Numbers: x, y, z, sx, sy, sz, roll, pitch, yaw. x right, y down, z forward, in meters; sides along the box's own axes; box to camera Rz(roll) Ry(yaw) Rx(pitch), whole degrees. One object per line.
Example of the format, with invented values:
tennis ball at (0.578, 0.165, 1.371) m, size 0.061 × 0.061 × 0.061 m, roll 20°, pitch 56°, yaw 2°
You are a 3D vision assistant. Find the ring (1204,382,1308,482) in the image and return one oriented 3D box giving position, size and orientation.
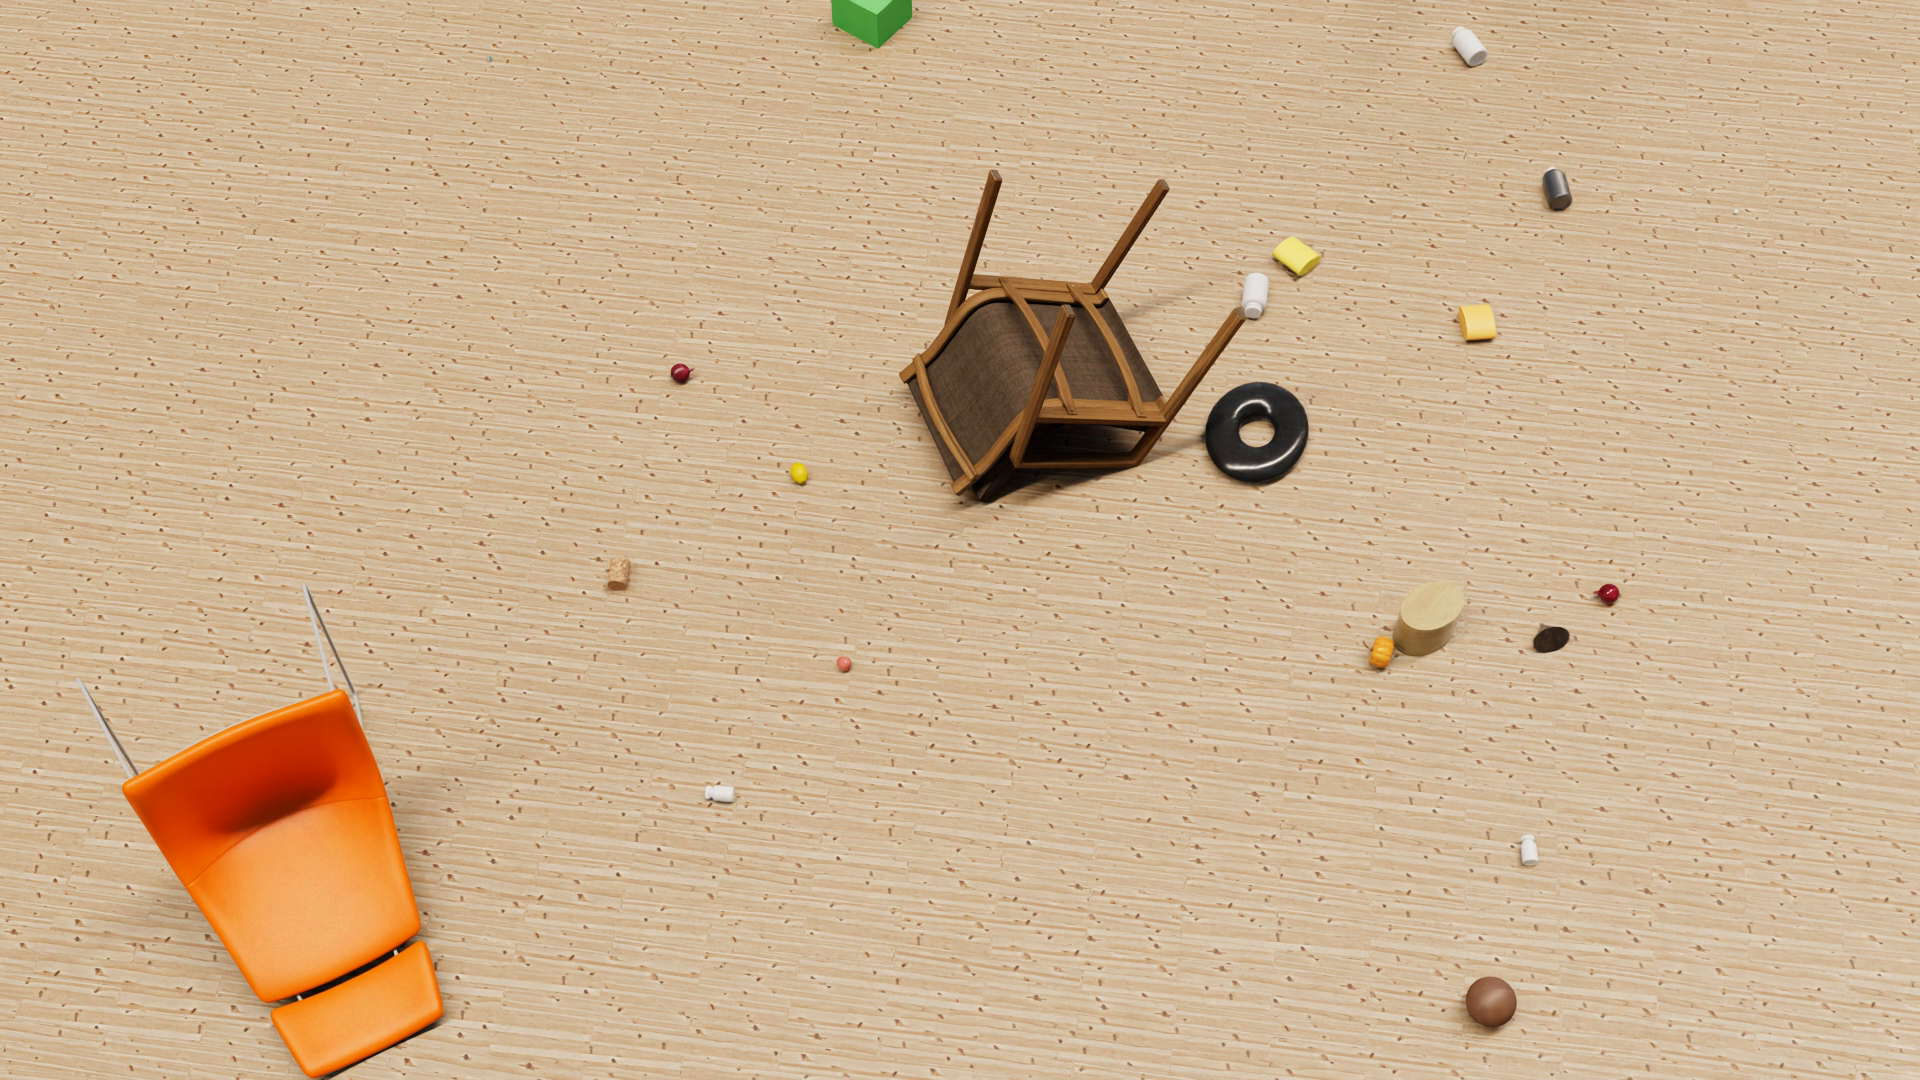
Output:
ring at (0.912, -0.333, 6.759) m, size 0.314 × 0.066 × 0.389 m, roll 18°, pitch 58°, yaw 11°

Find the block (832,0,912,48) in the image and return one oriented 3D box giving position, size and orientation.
block at (-0.311, -1.888, 7.744) m, size 0.204 × 0.160 × 0.197 m, roll 32°, pitch 62°, yaw 19°

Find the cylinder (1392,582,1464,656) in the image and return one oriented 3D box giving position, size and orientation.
cylinder at (1.348, 0.227, 6.335) m, size 0.205 × 0.144 × 0.143 m, roll -30°, pitch 61°, yaw -18°

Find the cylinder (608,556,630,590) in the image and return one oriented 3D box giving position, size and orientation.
cylinder at (-1.005, 0.099, 6.475) m, size 0.058 × 0.054 × 0.084 m, roll -4°, pitch 56°, yaw 10°

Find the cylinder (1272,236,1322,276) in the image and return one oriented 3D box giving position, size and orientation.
cylinder at (1.096, -0.925, 7.159) m, size 0.111 × 0.058 × 0.116 m, roll -36°, pitch 63°, yaw -27°
